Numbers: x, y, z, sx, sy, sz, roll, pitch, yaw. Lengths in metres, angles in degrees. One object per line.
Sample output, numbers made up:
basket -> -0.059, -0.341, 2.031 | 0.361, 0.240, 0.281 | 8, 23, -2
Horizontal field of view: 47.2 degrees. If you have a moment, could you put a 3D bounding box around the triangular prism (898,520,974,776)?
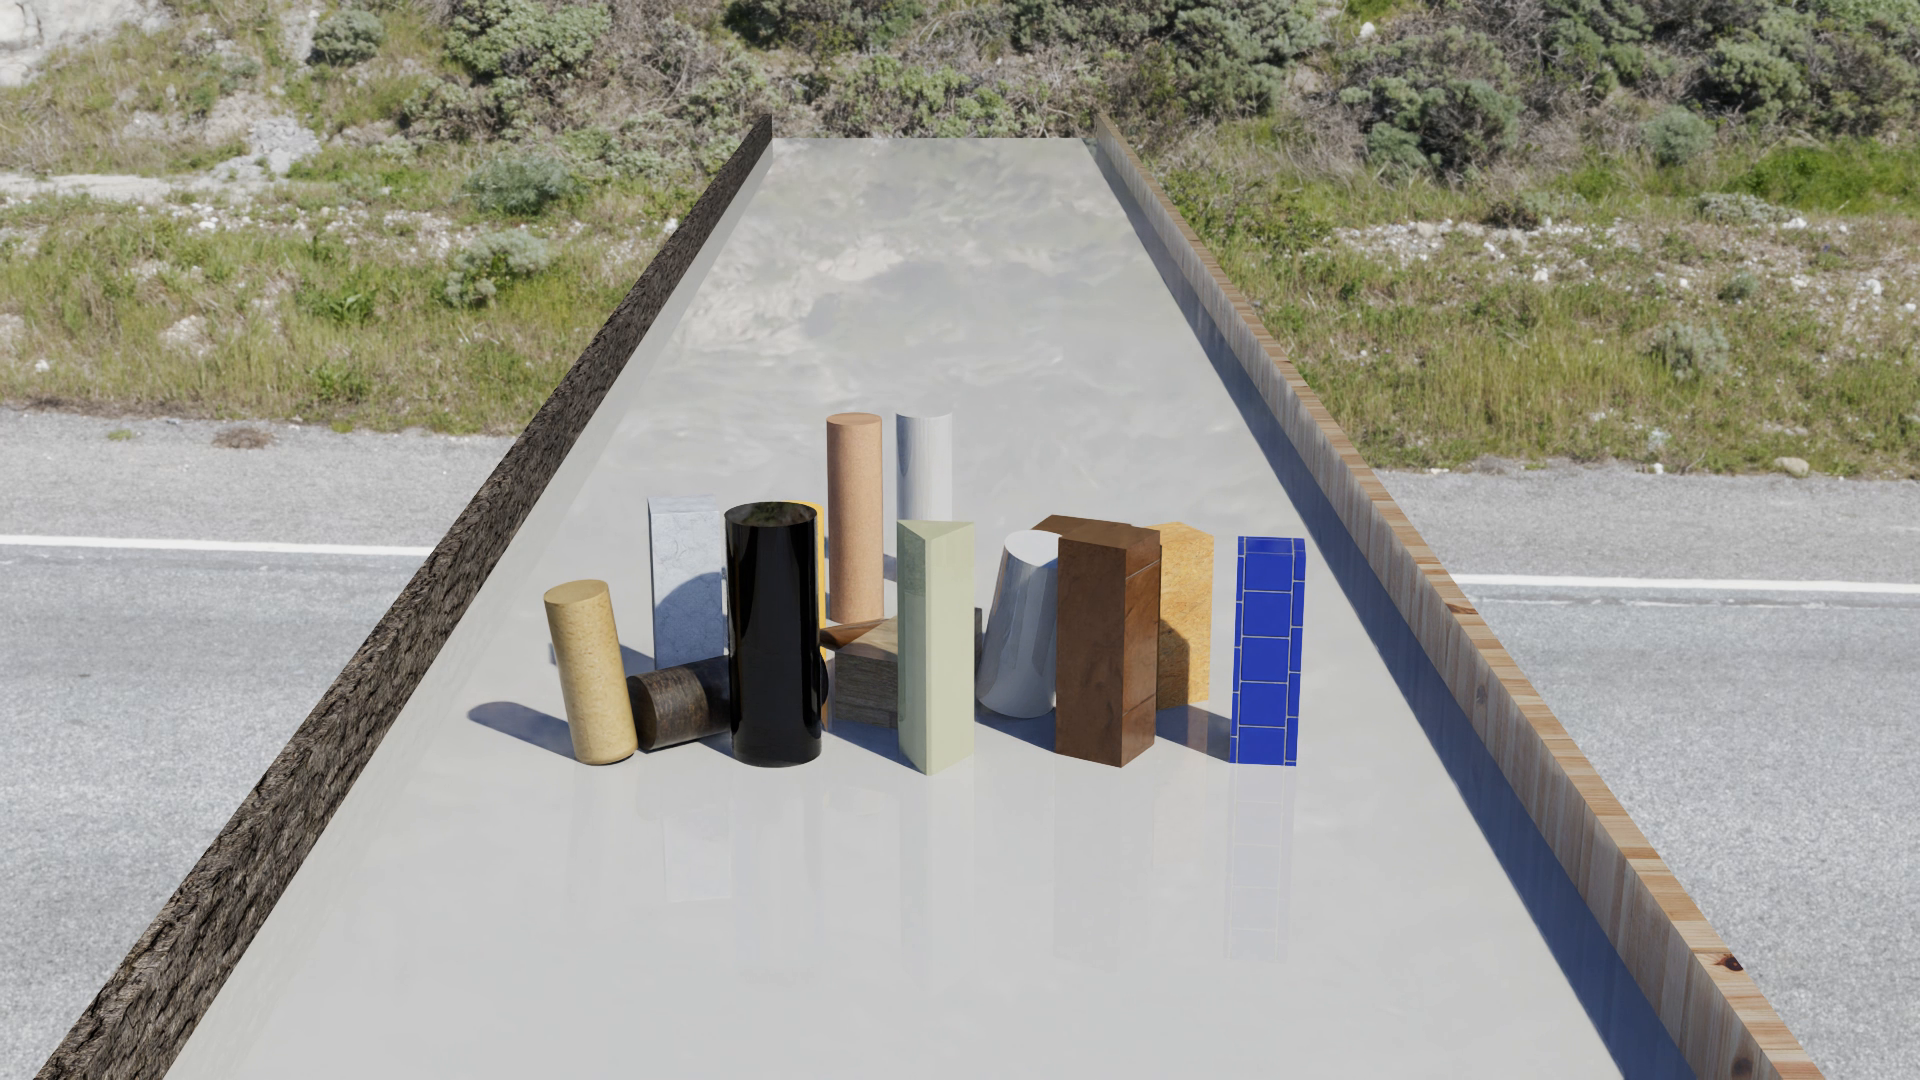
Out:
triangular prism -> -0.062, 0.181, 3.864 | 0.116, 0.430, 0.134 | 12, 20, 34

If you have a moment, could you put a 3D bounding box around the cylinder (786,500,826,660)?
cylinder -> -0.335, 0.089, 4.382 | 0.131, 0.311, 0.131 | 0, 17, 0

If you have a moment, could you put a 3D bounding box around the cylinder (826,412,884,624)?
cylinder -> -0.219, -0.044, 4.617 | 0.115, 0.432, 0.115 | 0, 17, 0

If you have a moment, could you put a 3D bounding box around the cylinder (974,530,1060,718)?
cylinder -> 0.130, 0.157, 4.099 | 0.155, 0.315, 0.155 | 9, 26, -4

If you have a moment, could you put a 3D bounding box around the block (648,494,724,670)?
block -> -0.515, 0.120, 4.142 | 0.125, 0.389, 0.125 | -3, 17, -10

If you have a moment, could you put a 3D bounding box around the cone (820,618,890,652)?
cone -> -0.232, 0.188, 4.170 | 0.101, 0.101, 0.428 | 7, -2, 23

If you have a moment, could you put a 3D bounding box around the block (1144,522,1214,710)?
block -> 0.395, 0.143, 4.175 | 0.118, 0.325, 0.118 | -9, 19, -28

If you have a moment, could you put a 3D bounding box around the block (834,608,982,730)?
block -> -0.094, 0.233, 4.212 | 0.131, 0.131, 0.353 | 8, 18, 26

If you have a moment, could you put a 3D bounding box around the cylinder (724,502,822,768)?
cylinder -> -0.329, 0.167, 3.889 | 0.162, 0.443, 0.162 | 0, 17, 0

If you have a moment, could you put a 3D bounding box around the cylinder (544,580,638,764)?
cylinder -> -0.651, 0.233, 3.883 | 0.114, 0.307, 0.114 | -7, 19, 2

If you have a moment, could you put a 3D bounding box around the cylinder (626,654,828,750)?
cylinder -> -0.430, 0.281, 4.042 | 0.358, 0.137, 0.137 | -11, 20, -34

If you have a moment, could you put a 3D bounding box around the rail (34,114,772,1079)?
rail -> -1.118, -0.838, 7.780 | 0.050, 0.150, 12.000 | 0, 17, -1

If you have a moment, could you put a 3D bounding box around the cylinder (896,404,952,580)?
cylinder -> -0.080, -0.097, 4.875 | 0.124, 0.386, 0.124 | 0, 17, 0

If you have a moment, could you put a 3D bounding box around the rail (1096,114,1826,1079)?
rail -> 0.932, -0.844, 7.801 | 0.050, 0.150, 12.000 | 0, 17, -1

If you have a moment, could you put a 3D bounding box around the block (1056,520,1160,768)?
block -> 0.262, 0.183, 3.905 | 0.133, 0.403, 0.133 | 10, 19, 30

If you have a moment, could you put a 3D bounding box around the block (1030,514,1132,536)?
block -> 0.222, 0.130, 4.247 | 0.165, 0.310, 0.165 | 7, 18, 23

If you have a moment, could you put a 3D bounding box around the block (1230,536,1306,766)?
block -> 0.543, 0.196, 3.890 | 0.117, 0.386, 0.117 | 2, 17, 7
